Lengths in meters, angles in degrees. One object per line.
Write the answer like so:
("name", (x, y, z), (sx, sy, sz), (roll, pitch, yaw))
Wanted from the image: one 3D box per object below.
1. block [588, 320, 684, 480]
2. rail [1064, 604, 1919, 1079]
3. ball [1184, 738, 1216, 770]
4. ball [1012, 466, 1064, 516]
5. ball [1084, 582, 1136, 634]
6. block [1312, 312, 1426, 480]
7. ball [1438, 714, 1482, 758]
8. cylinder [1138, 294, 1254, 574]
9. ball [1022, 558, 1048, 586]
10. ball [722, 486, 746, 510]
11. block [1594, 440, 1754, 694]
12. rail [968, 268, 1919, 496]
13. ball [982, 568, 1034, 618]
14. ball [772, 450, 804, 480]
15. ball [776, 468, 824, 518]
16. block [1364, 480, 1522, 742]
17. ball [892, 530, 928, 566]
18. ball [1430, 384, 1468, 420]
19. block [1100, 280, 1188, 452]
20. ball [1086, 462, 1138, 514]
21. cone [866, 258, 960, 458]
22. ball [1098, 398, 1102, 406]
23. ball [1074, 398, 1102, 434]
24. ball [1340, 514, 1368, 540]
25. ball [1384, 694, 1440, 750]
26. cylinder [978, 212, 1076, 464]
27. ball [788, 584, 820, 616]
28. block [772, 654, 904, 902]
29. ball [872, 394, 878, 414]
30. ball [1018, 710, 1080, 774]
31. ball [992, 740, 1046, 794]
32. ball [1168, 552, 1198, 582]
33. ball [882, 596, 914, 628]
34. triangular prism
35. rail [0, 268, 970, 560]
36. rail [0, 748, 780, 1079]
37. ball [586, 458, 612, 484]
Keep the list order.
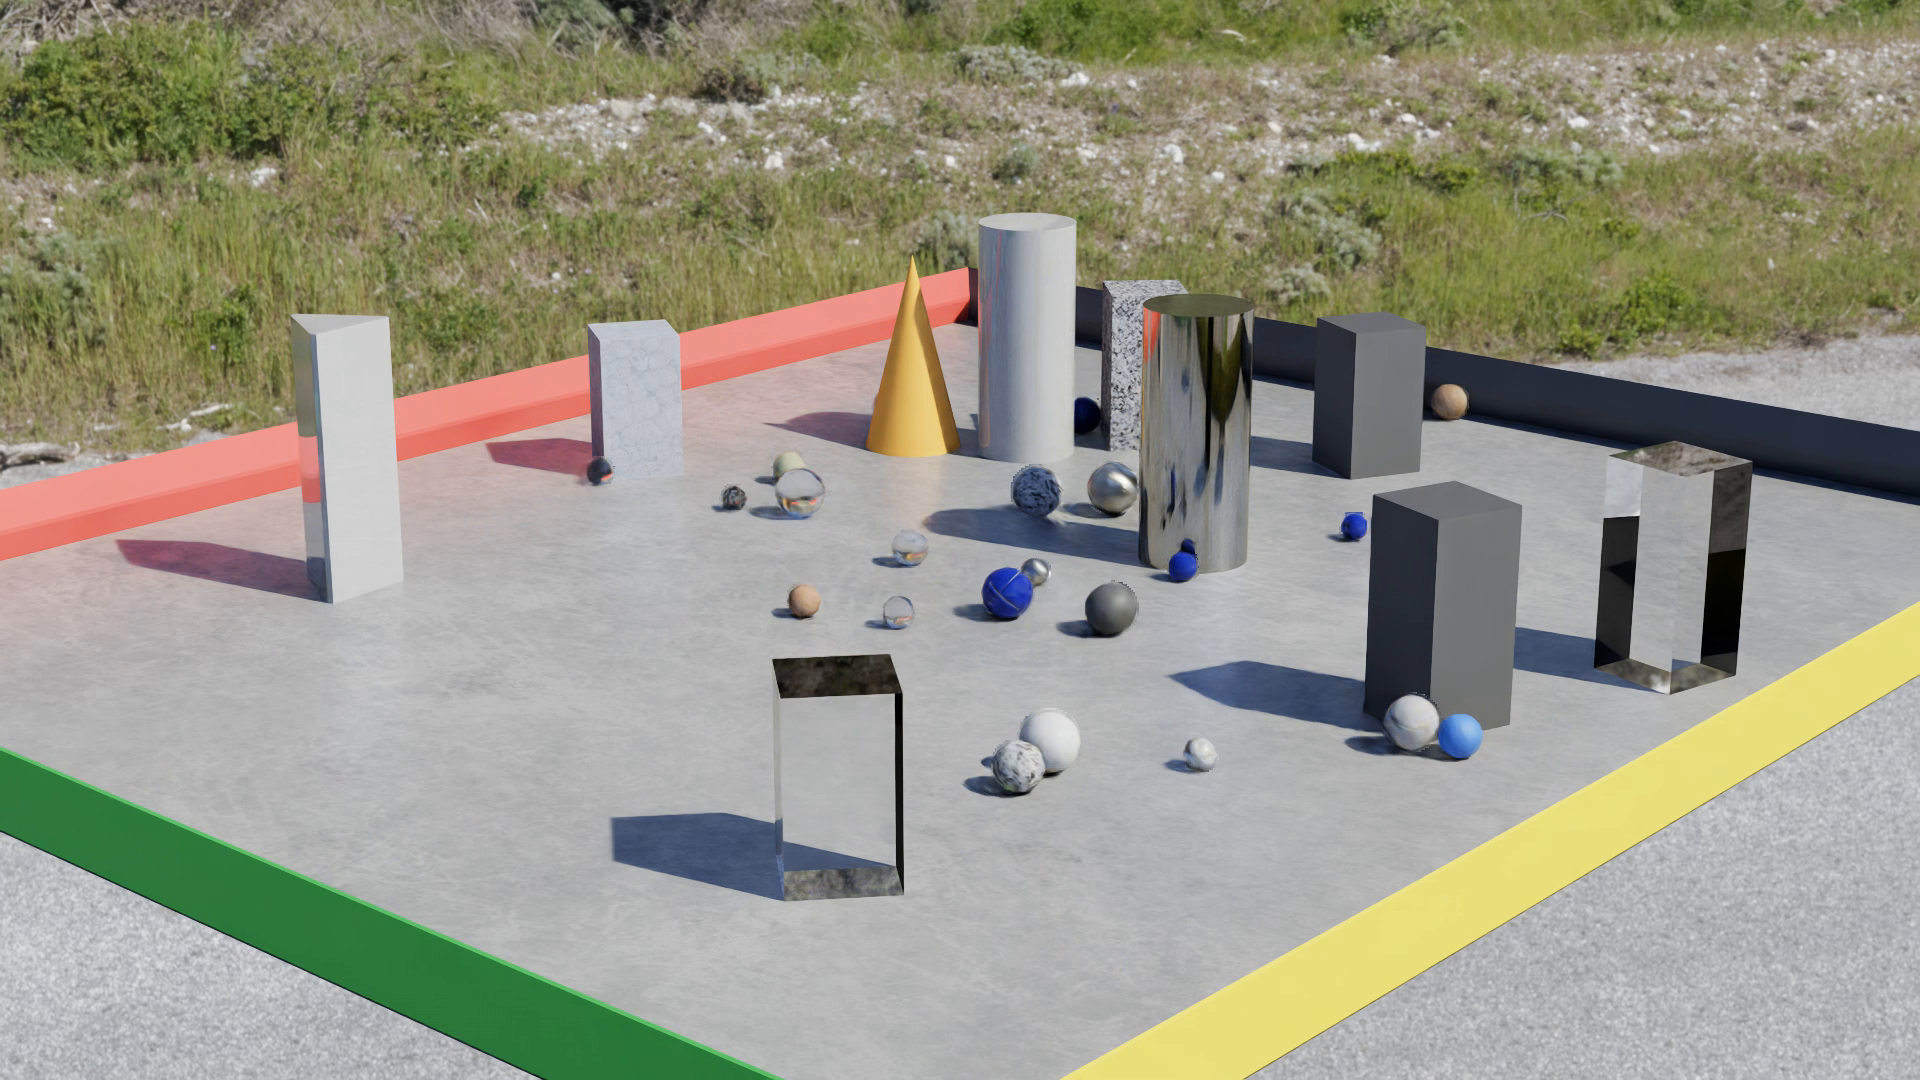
("block", (-0.654, -0.284, 5.905), (0.159, 0.284, 0.159), (-5, 17, -15))
("rail", (1.077, 0.302, 4.224), (0.045, 0.129, 3.398), (14, 22, 39))
("ball", (0.353, 0.316, 4.322), (0.049, 0.049, 0.049), (0, 17, 0))
("ball", (0.149, -0.092, 5.594), (0.097, 0.097, 0.097), (0, 17, 0))
("ball", (0.253, 0.116, 4.921), (0.087, 0.087, 0.087), (0, 17, 0))
("block", (0.823, -0.293, 5.910), (0.159, 0.299, 0.159), (-7, 18, -21))
("ball", (0.746, 0.292, 4.371), (0.067, 0.067, 0.067), (0, 17, 0))
("cylinder", (0.424, -0.193, 5.282), (0.199, 0.470, 0.199), (0, 17, 0))
("ball", (0.132, 0.056, 5.182), (0.050, 0.050, 0.050), (0, 17, 0))
("ball", (-0.434, -0.080, 5.638), (0.047, 0.047, 0.047), (0, 17, 0))
("block", (1.141, 0.042, 4.695), (0.159, 0.358, 0.159), (-12, 20, -34))
("rail", (1.098, -0.332, 6.331), (2.900, 0.129, 0.045), (14, 22, 39))
("ball", (0.081, 0.090, 5.003), (0.088, 0.088, 0.088), (0, 17, 0))
("ball", (-0.341, -0.144, 5.821), (0.065, 0.065, 0.065), (0, 17, 0))
("ball", (-0.305, -0.090, 5.590), (0.095, 0.095, 0.095), (0, 17, 0))
("block", (0.737, 0.108, 4.489), (0.159, 0.352, 0.159), (-9, 19, -28))
("ball", (-0.090, 0.013, 5.295), (0.066, 0.066, 0.066), (0, 17, 0))
("ball", (1.052, -0.298, 6.308), (0.078, 0.078, 0.078), (0, 17, 0))
("block", (0.384, -0.364, 6.100), (0.159, 0.326, 0.159), (-1, 17, -4))
("ball", (0.293, -0.098, 5.609), (0.100, 0.100, 0.100), (0, 17, 0))
("cone", (-0.098, -0.392, 6.056), (0.199, 0.403, 0.199), (0, 17, 0))
("ball", (0.325, -0.275, 6.243), (0.072, 0.072, 0.072), (0, 17, 0))
("ball", (0.261, -0.264, 6.199), (0.076, 0.076, 0.076), (0, 17, 0))
("ball", (0.733, -0.024, 5.449), (0.050, 0.050, 0.050), (0, 17, 0))
("ball", (0.676, 0.273, 4.389), (0.083, 0.083, 0.083), (0, 17, 0))
("cylinder", (0.136, -0.414, 5.998), (0.199, 0.480, 0.199), (0, 17, 0))
("ball", (-0.266, 0.103, 5.014), (0.056, 0.056, 0.056), (0, 17, 0))
("block", (-0.163, 0.315, 3.915), (0.159, 0.284, 0.159), (-2, 17, -7))
("ball", (-0.141, -0.280, 6.223), (0.092, 0.092, 0.092), (0, 17, 0))
("ball", (0.131, 0.297, 4.310), (0.092, 0.092, 0.092), (0, 17, 0))
("ball", (0.085, 0.328, 4.236), (0.076, 0.076, 0.076), (0, 17, 0))
("ball", (0.396, 0.047, 5.208), (0.052, 0.052, 0.052), (0, 17, 0))
("ball", (-0.104, 0.122, 4.955), (0.055, 0.055, 0.055), (0, 17, 0))
("triangular prism", (-1.102, -0.151, 5.127), (0.149, 0.478, 0.172), (12, 21, 35))
("rail", (-1.077, -0.237, 6.015), (0.045, 0.129, 3.398), (14, 22, 39))
("rail", (-1.098, 0.397, 3.908), (2.900, 0.129, 0.045), (14, 22, 39))
("ball", (-0.715, -0.136, 5.816), (0.052, 0.052, 0.052), (0, 17, 0))
